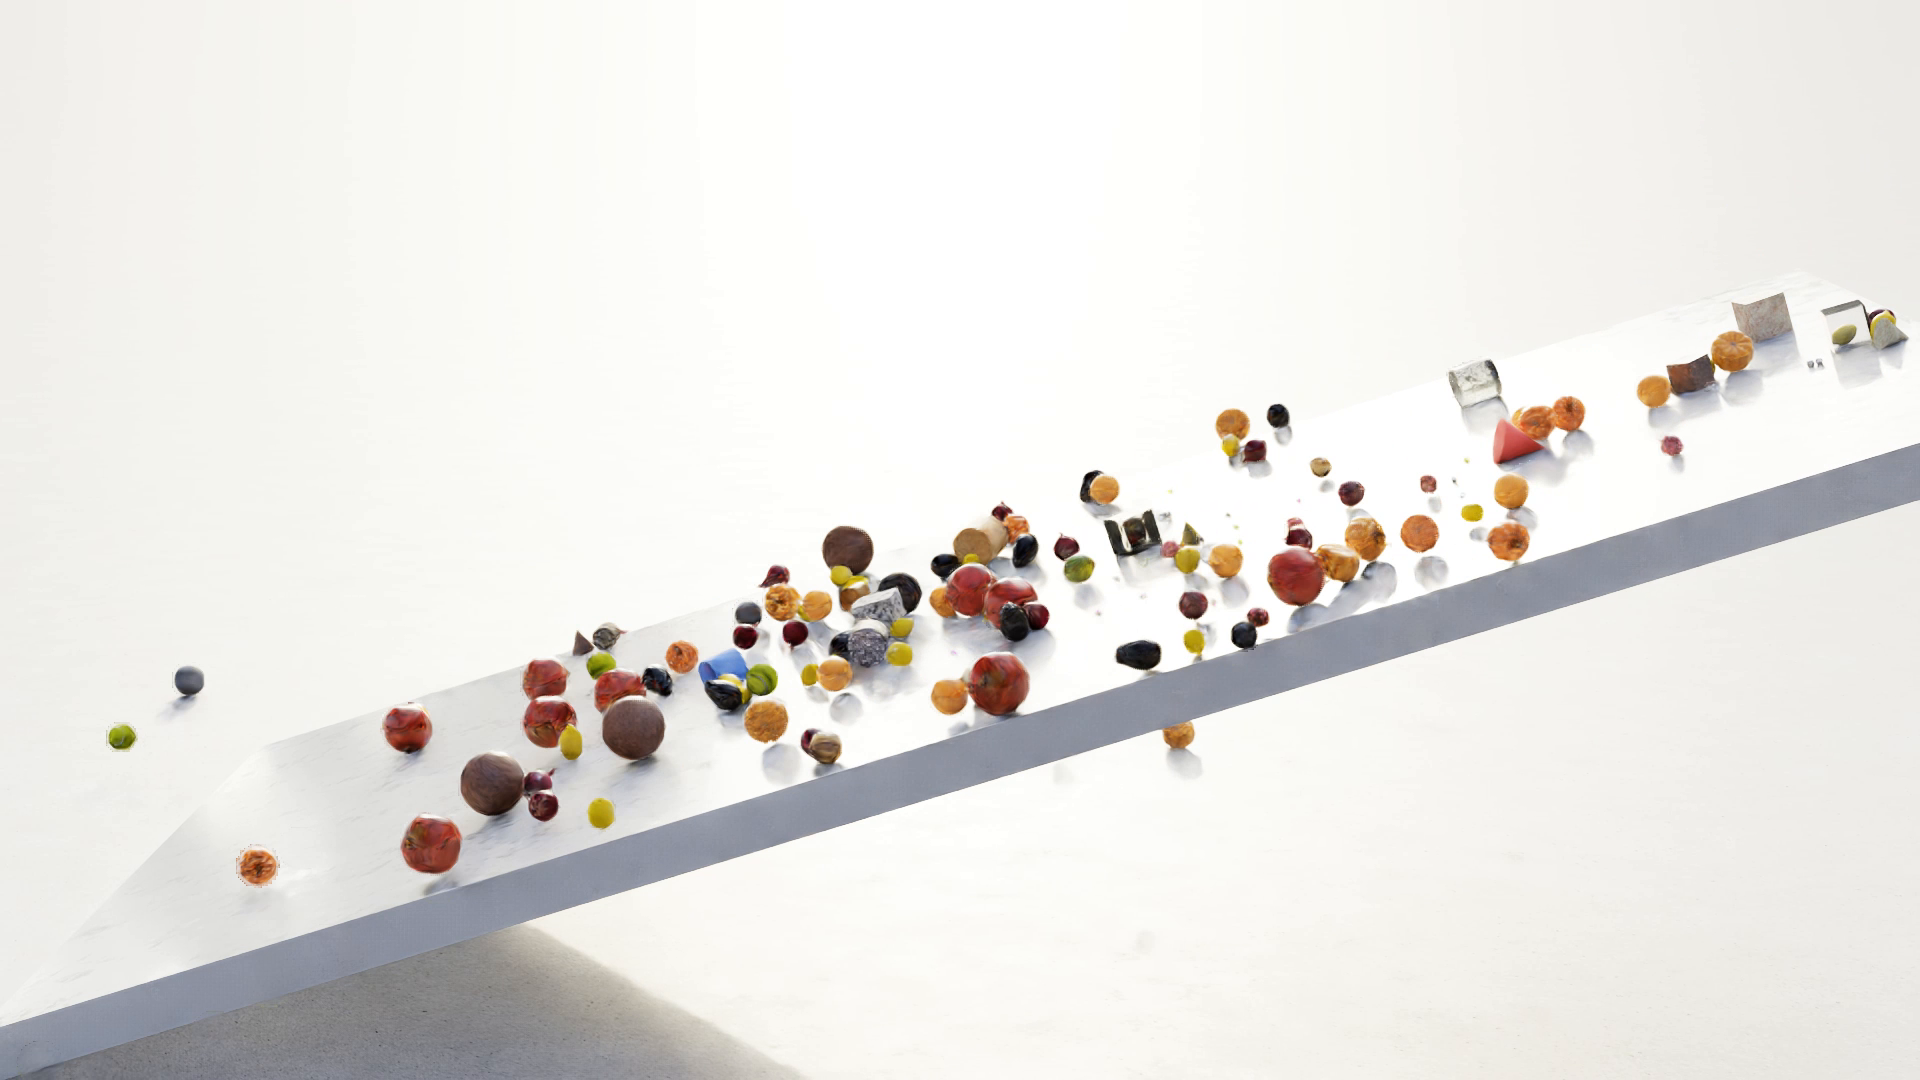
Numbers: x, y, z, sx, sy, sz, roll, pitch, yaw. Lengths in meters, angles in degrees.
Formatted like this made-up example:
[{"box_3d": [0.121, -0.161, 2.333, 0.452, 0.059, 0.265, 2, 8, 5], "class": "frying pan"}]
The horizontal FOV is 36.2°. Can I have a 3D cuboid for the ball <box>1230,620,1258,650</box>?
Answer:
[{"box_3d": [0.508, 0.170, 5.265, 0.052, 0.052, 0.052, 0, 12, 0], "class": "ball"}]

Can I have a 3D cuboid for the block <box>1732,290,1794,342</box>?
[{"box_3d": [1.758, -0.491, 6.447, 0.088, 0.088, 0.088, -19, 10, -4], "class": "block"}]

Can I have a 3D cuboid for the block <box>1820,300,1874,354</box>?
[{"box_3d": [1.833, -0.442, 6.079, 0.082, 0.082, 0.082, -16, 11, 12], "class": "block"}]

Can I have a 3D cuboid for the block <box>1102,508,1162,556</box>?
[{"box_3d": [0.375, -0.018, 6.383, 0.080, 0.080, 0.080, -23, 12, -26], "class": "block"}]

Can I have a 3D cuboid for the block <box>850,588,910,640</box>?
[{"box_3d": [-0.171, 0.167, 6.330, 0.090, 0.090, 0.090, -16, 11, 14], "class": "block"}]

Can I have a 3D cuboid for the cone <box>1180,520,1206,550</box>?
[{"box_3d": [0.486, -0.017, 6.250, 0.057, 0.057, 0.057, -18, 10, 3], "class": "cone"}]

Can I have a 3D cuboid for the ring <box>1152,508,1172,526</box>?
[{"box_3d": [0.437, -0.049, 6.586, 0.078, 0.026, 0.078, -17, 11, 3], "class": "ring"}]

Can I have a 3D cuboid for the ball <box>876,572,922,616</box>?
[{"box_3d": [-0.134, 0.119, 6.488, 0.099, 0.099, 0.099, 0, 12, 0], "class": "ball"}]

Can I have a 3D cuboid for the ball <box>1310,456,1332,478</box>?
[{"box_3d": [0.796, -0.161, 6.486, 0.051, 0.051, 0.051, 0, 12, 0], "class": "ball"}]

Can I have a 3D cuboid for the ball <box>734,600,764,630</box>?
[{"box_3d": [-0.495, 0.176, 6.900, 0.068, 0.068, 0.068, 0, 12, 0], "class": "ball"}]

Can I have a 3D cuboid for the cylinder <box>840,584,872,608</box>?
[{"box_3d": [-0.239, 0.130, 6.726, 0.055, 0.055, 0.055, 6, 2, 26], "class": "cylinder"}]

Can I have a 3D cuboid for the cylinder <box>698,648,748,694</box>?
[{"box_3d": [-0.511, 0.282, 6.346, 0.077, 0.077, 0.077, -25, 23, -31], "class": "cylinder"}]

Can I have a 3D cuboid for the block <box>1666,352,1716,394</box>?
[{"box_3d": [1.531, -0.349, 6.165, 0.064, 0.064, 0.064, -25, 12, -32], "class": "block"}]

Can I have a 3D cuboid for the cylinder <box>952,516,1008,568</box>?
[{"box_3d": [0.047, 0.004, 6.772, 0.098, 0.098, 0.098, 5, 19, 22], "class": "cylinder"}]

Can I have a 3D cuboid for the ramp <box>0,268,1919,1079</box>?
[{"box_3d": [0.101, 0.183, 6.310, 4.000, 0.100, 2.000, -17, 10, 5], "class": "ramp"}]

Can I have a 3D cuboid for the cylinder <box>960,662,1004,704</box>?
[{"box_3d": [0.040, 0.268, 5.512, 0.063, 0.063, 0.063, -5, 16, -22], "class": "cylinder"}]

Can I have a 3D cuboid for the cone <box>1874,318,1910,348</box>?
[{"box_3d": [1.901, -0.416, 5.975, 0.064, 0.064, 0.064, 7, 9, -16], "class": "cone"}]

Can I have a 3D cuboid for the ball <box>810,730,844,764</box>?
[{"box_3d": [-0.246, 0.382, 5.419, 0.063, 0.063, 0.063, 0, 12, 0], "class": "ball"}]

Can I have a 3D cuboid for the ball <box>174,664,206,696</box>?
[{"box_3d": [-2.189, 0.397, 8.355, 0.087, 0.087, 0.087, 0, 12, 0], "class": "ball"}]

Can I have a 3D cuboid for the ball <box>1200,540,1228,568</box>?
[{"box_3d": [0.515, 0.028, 5.971, 0.056, 0.056, 0.056, 0, 12, 0], "class": "ball"}]

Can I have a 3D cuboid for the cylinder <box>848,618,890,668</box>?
[{"box_3d": [-0.191, 0.215, 6.132, 0.084, 0.084, 0.084, 0, 11, 1], "class": "cylinder"}]

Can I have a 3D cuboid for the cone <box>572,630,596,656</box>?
[{"box_3d": [-0.943, 0.248, 7.300, 0.064, 0.064, 0.064, -18, 10, 3], "class": "cone"}]
